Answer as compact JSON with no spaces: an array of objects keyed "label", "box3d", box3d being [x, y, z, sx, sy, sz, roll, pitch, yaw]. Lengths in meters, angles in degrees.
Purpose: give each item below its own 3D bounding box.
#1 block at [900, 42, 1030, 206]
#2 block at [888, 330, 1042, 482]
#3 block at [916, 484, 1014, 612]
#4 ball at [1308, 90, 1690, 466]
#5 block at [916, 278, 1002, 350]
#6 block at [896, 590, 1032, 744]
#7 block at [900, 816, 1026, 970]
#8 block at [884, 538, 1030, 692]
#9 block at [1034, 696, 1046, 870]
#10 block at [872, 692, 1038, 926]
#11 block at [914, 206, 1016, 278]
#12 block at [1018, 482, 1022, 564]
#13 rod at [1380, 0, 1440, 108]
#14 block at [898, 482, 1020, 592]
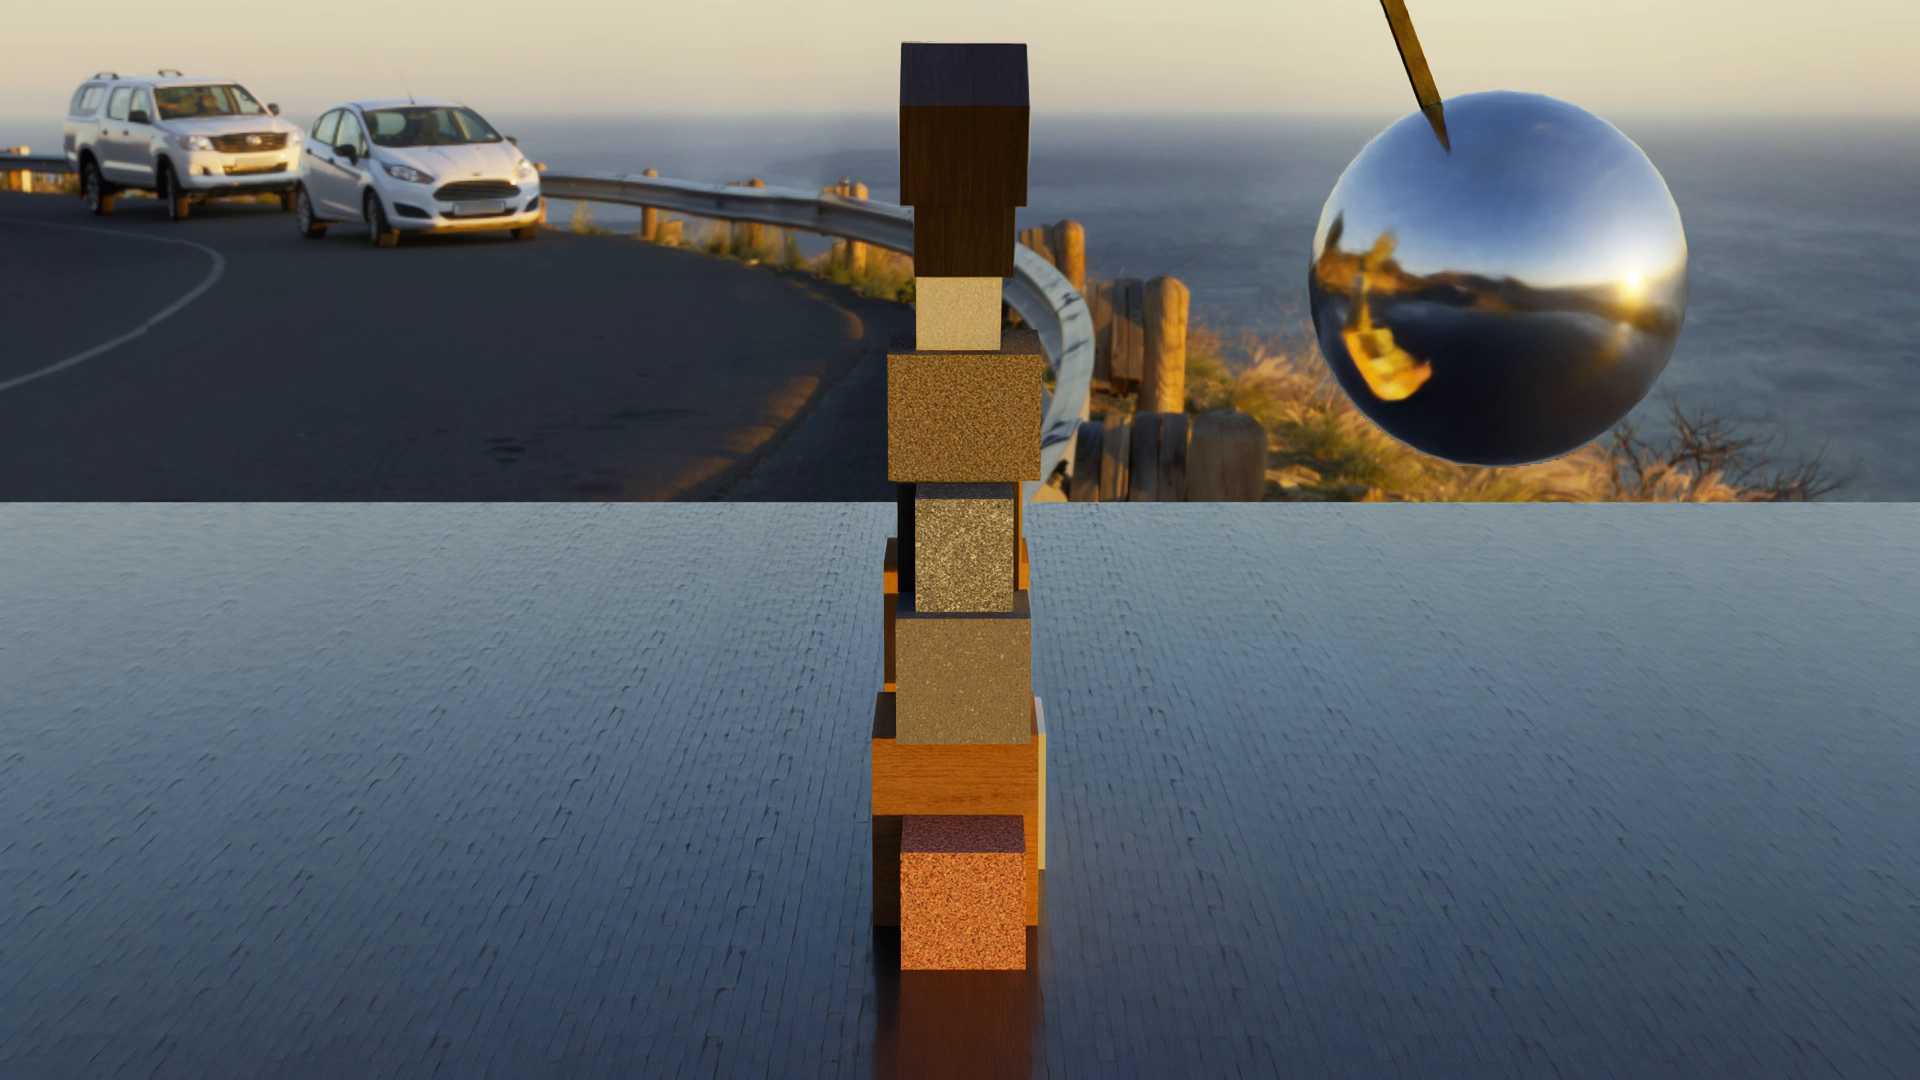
[{"label":"block","box3d":[0.015,-1.664,10.265,0.505,0.463,0.475,0,41,-1]},{"label":"block","box3d":[0.018,-0.586,11.052,0.645,0.543,0.557,0,16,0]},{"label":"block","box3d":[0.018,0.028,10.630,0.398,0.466,0.401,0,10,0]},{"label":"ball","box3d":[2.295,-1.116,10.978,1.600,1.600,1.600,0,10,0]},{"label":"block","box3d":[-0.009,-1.062,10.816,0.353,0.382,0.361,0,41,-1]},{"label":"block","box3d":[0.014,0.520,10.683,0.547,0.521,0.606,0,10,0]},{"label":"block","box3d":[0.013,1.422,10.401,0.494,0.481,0.523,0,10,0]},{"label":"block","box3d":[-0.016,0.403,11.822,0.649,0.727,0.654,0,10,0]},{"label":"block","box3d":[0.006,1.104,11.749,0.749,0.625,0.677,0,10,0]},{"label":"block","box3d":[-0.019,1.140,11.014,0.687,0.817,0.763,0,10,0]},{"label":"block","box3d":[0.015,-1.343,10.549,0.408,0.393,0.347,0,41,-1]},{"label":"block","box3d":[0.016,-0.183,11.631,0.517,0.496,0.539,0,10,0]},{"label":"rod","box3d":[0.994,-4.206,10.416,0.080,5.200,0.080,-22,10,4]},{"label":"block","box3d":[-0.008,-0.049,11.101,0.514,0.465,0.531,0,8,0]}]
